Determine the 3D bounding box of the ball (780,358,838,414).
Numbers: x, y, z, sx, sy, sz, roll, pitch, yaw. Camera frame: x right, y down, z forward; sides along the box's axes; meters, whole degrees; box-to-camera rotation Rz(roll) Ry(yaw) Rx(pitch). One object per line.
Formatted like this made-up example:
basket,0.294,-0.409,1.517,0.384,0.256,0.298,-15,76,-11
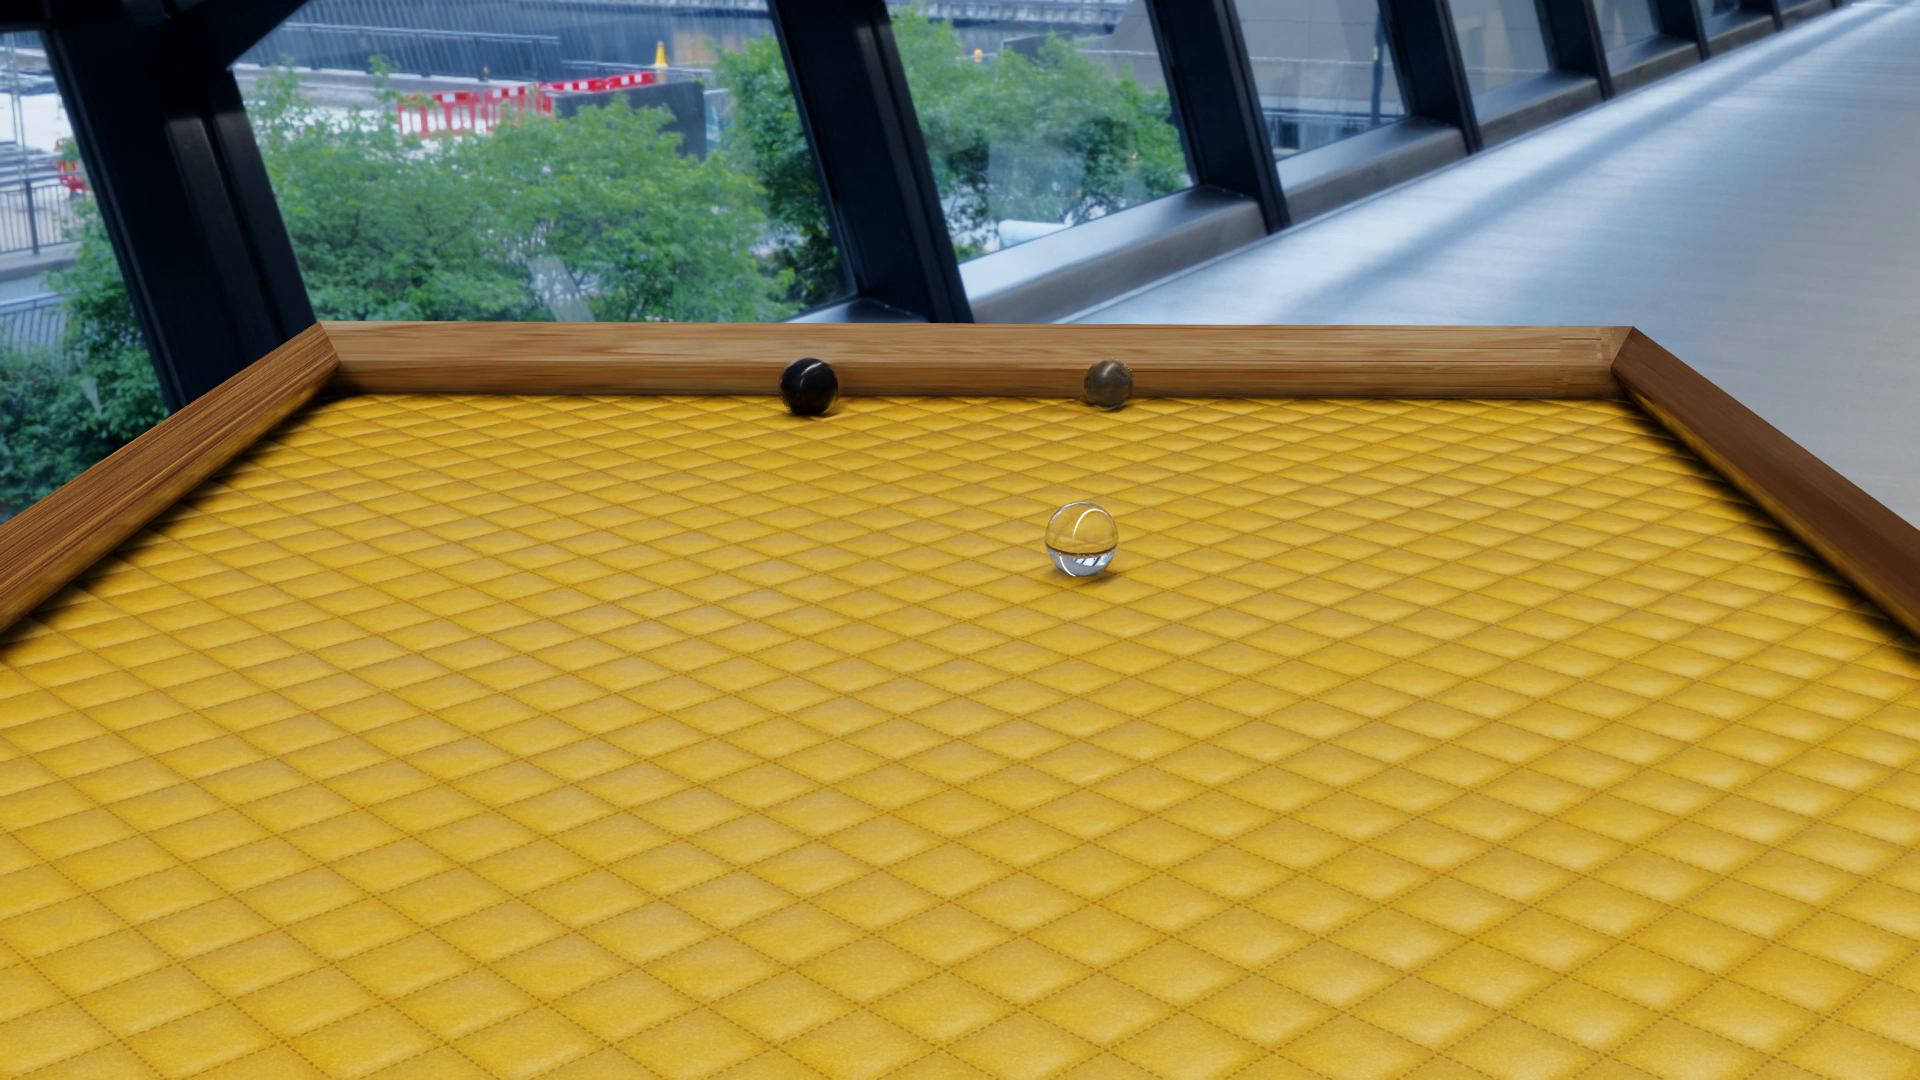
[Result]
ball,-0.248,-0.253,3.619,0.094,0.094,0.094,0,17,0

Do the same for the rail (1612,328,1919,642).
rail,1.071,0.285,1.776,0.045,0.123,4.071,0,17,1

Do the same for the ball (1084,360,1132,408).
ball,0.247,-0.261,3.670,0.080,0.080,0.080,0,17,0

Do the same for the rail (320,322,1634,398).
rail,0.020,-0.301,3.723,2.231,0.123,0.045,0,17,1

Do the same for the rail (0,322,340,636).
rail,-1.112,0.272,1.819,0.045,0.123,4.071,0,17,1

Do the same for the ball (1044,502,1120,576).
ball,0.154,-0.001,2.779,0.095,0.095,0.095,0,17,0
